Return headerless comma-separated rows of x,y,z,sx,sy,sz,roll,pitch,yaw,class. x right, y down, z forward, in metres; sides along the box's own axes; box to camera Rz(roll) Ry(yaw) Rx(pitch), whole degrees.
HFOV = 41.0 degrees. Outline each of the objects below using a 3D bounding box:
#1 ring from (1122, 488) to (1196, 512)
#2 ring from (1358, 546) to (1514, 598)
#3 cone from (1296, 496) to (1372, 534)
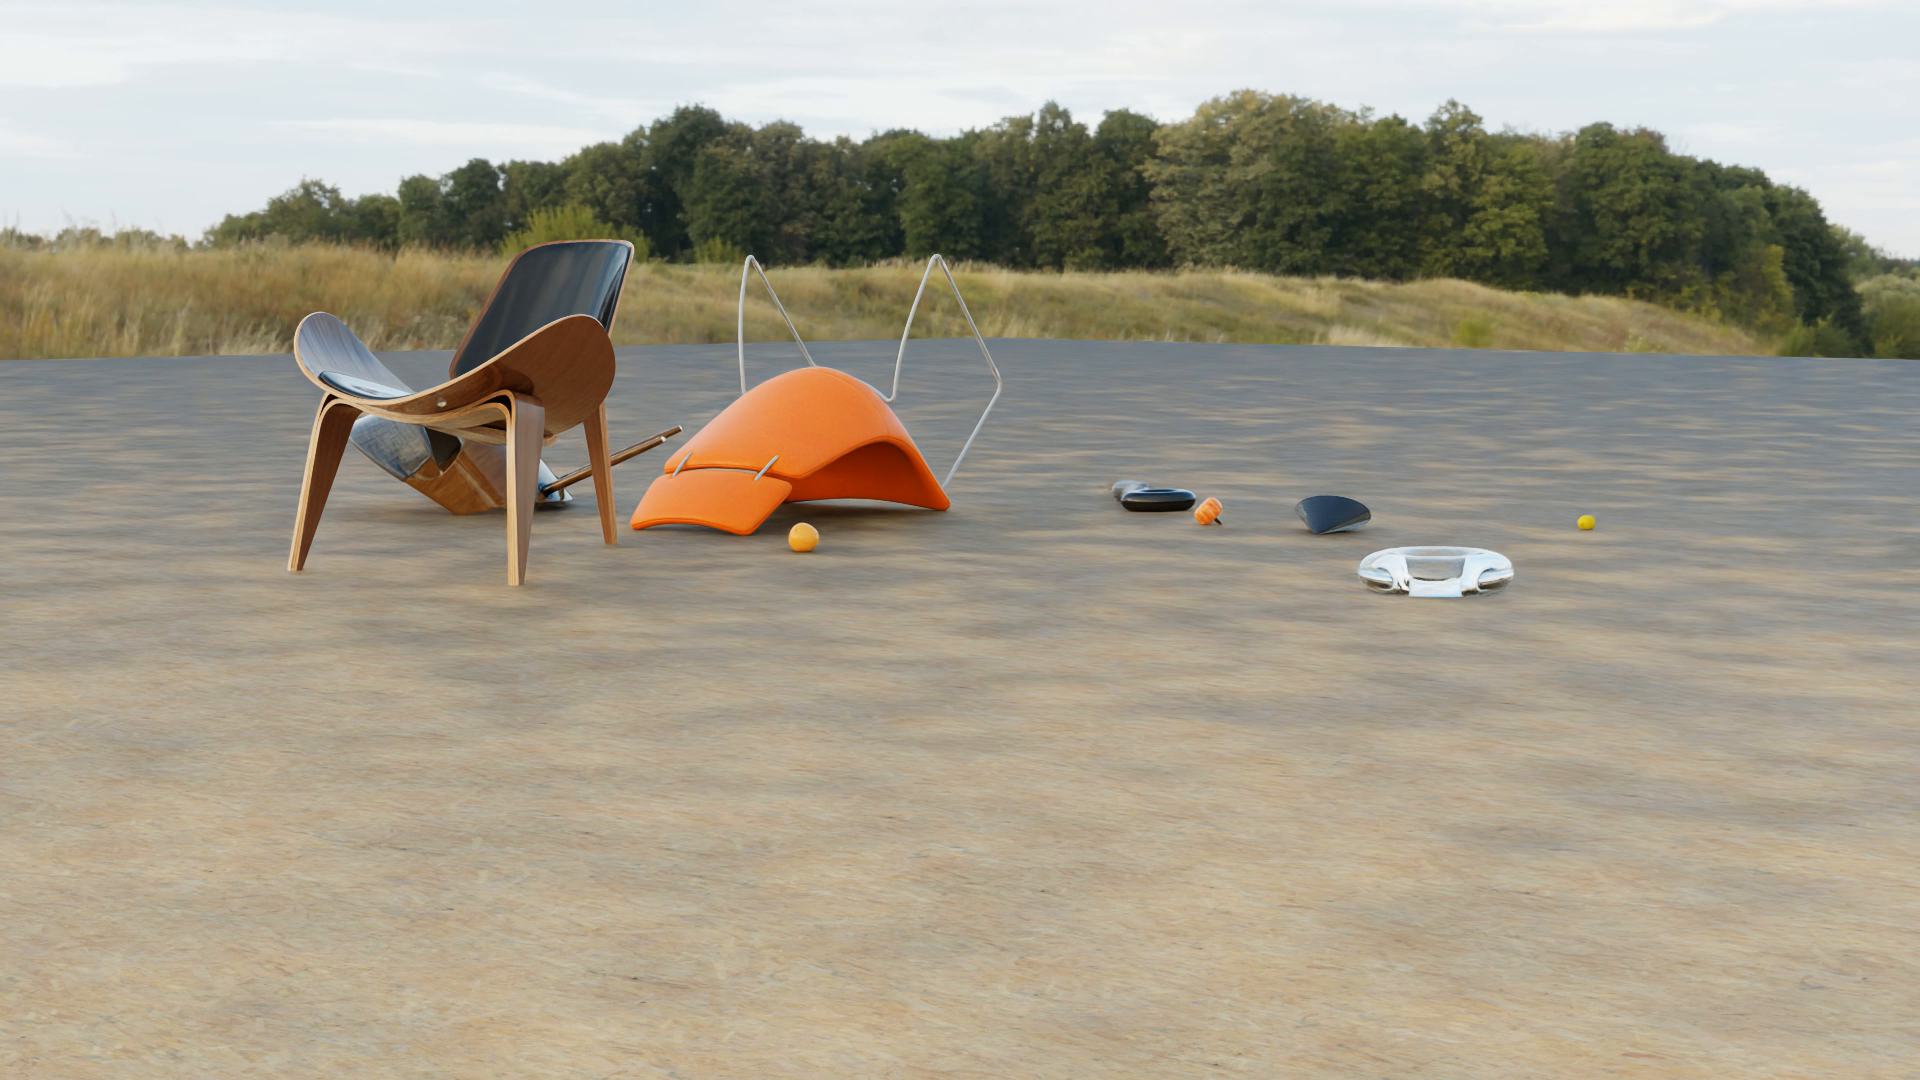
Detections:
0.559,-0.111,7.222,0.217,0.056,0.125,-2,8,-12,ring
0.996,0.066,5.374,0.324,0.084,0.328,-1,5,2,ring
0.936,-0.042,6.595,0.206,0.096,0.144,4,26,26,cone
